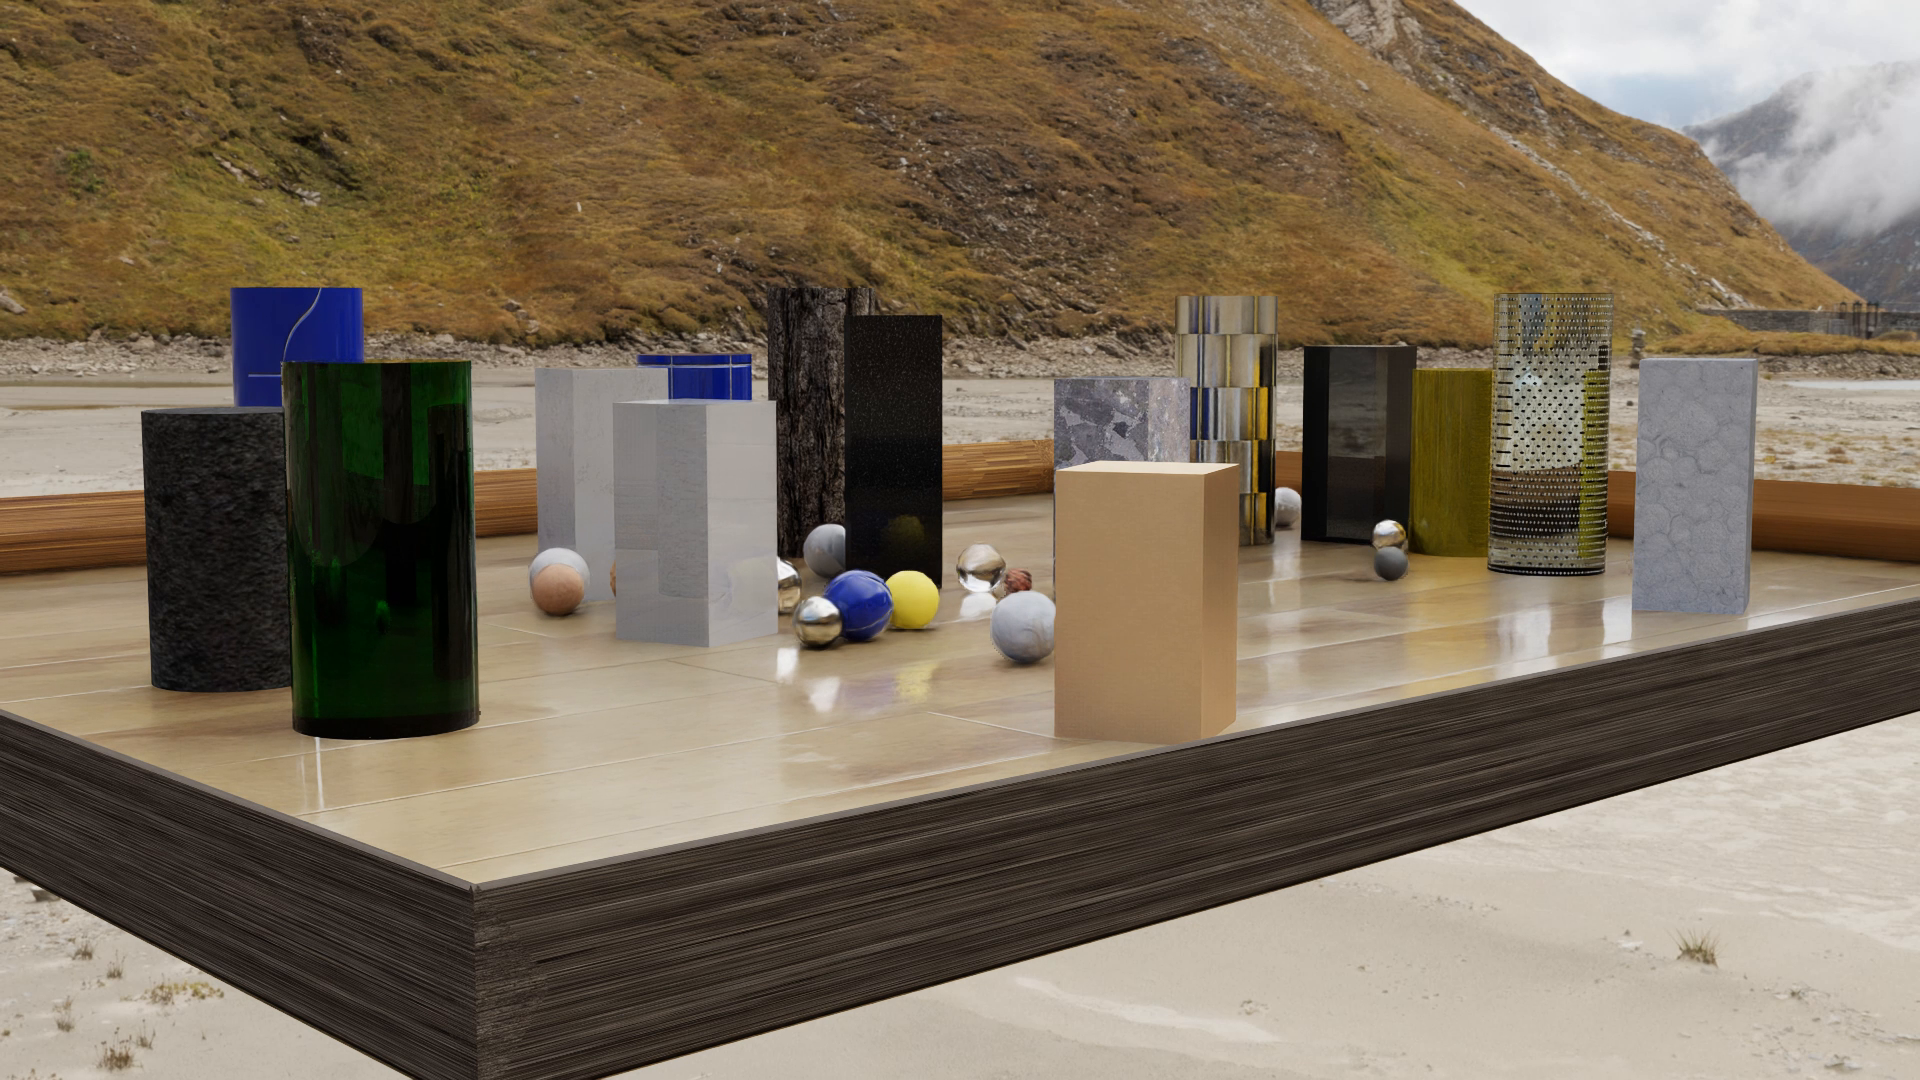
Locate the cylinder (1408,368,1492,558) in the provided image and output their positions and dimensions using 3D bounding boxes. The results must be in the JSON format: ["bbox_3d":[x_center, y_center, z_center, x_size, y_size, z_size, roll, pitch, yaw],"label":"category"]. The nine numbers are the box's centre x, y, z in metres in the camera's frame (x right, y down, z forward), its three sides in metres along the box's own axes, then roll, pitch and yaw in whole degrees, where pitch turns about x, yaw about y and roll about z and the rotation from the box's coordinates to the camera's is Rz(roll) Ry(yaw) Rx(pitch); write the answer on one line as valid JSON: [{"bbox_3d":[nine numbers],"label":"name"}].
[{"bbox_3d":[0.930,-0.146,4.051,0.196,0.336,0.196,0,6,0],"label":"cylinder"}]

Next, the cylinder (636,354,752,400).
[{"bbox_3d":[-0.455,-0.134,3.778,0.196,0.369,0.196,0,6,0],"label":"cylinder"}]

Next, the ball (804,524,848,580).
[{"bbox_3d":[-0.214,0.019,3.650,0.092,0.092,0.092,0,6,0],"label":"ball"}]

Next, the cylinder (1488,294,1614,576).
[{"bbox_3d":[1.008,-0.184,3.758,0.196,0.472,0.196,0,6,0],"label":"cylinder"}]

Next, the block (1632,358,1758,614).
[{"bbox_3d":[1.105,-0.085,3.305,0.157,0.371,0.157,2,6,23],"label":"block"}]

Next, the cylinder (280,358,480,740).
[{"bbox_3d":[-0.621,0.003,2.362,0.196,0.391,0.196,0,6,0],"label":"cylinder"}]

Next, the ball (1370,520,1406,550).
[{"bbox_3d":[0.786,-0.007,4.036,0.063,0.063,0.063,0,6,0],"label":"ball"}]

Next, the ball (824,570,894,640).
[{"bbox_3d":[-0.138,0.088,2.969,0.097,0.097,0.097,0,6,0],"label":"ball"}]

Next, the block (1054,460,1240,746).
[{"bbox_3d":[0.200,0.062,2.334,0.157,0.279,0.157,2,6,20],"label":"block"}]

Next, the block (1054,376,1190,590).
[{"bbox_3d":[0.250,-0.079,3.392,0.157,0.340,0.157,3,7,29],"label":"block"}]

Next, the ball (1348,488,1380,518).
[{"bbox_3d":[0.866,-0.079,4.707,0.067,0.067,0.067,0,6,0],"label":"ball"}]

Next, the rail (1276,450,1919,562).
[{"bbox_3d":[1.188,-0.081,4.422,0.045,0.128,2.765,-5,8,-42],"label":"rail"}]

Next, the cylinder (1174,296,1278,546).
[{"bbox_3d":[0.510,-0.233,4.233,0.196,0.471,0.196,0,6,0],"label":"cylinder"}]

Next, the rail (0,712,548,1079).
[{"bbox_3d":[-1.188,0.147,2.242,0.045,0.128,2.765,-5,8,-42],"label":"rail"}]

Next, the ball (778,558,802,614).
[{"bbox_3d":[-0.273,0.067,3.230,0.084,0.084,0.084,0,6,0],"label":"ball"}]

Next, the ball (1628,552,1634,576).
[{"bbox_3d":[1.118,0.042,3.569,0.064,0.064,0.064,0,6,0],"label":"ball"}]

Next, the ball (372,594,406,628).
[{"bbox_3d":[-0.805,0.099,3.097,0.047,0.047,0.047,0,6,0],"label":"ball"}]

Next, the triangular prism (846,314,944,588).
[{"bbox_3d":[-0.137,-0.143,3.544,0.170,0.437,0.147,-3,7,-29],"label":"triangular prism"}]

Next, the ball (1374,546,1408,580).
[{"bbox_3d":[0.711,0.039,3.632,0.056,0.056,0.056,0,6,0],"label":"ball"}]

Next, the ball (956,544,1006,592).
[{"bbox_3d":[0.033,0.044,3.473,0.078,0.078,0.078,0,6,0],"label":"ball"}]

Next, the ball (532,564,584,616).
[{"bbox_3d":[-0.588,0.072,3.220,0.076,0.076,0.076,0,6,0],"label":"ball"}]

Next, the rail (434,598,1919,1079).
[{"bbox_3d":[0.921,0.137,2.339,3.279,0.128,0.045,-5,8,-42],"label":"rail"}]

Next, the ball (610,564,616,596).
[{"bbox_3d":[-0.470,0.056,3.263,0.098,0.098,0.098,0,6,0],"label":"ball"}]

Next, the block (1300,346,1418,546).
[{"bbox_3d":[0.773,-0.188,4.261,0.157,0.376,0.157,5,8,40],"label":"block"}]

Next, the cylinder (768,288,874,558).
[{"bbox_3d":[-0.252,-0.217,4.026,0.196,0.484,0.196,0,6,0],"label":"cylinder"}]

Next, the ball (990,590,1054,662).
[{"bbox_3d":[0.084,0.109,2.791,0.091,0.091,0.091,0,6,0],"label":"ball"}]

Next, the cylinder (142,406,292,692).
[{"bbox_3d":[-0.876,0.006,2.649,0.196,0.325,0.196,0,6,0],"label":"cylinder"}]

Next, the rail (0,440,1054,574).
[{"bbox_3d":[-0.921,-0.071,4.325,3.279,0.128,0.045,-5,8,-42],"label":"rail"}]

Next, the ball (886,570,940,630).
[{"bbox_3d":[-0.071,0.084,3.074,0.083,0.083,0.083,0,6,0],"label":"ball"}]

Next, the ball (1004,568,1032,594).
[{"bbox_3d":[0.092,0.065,3.441,0.043,0.043,0.043,0,6,0],"label":"ball"}]

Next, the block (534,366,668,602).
[{"bbox_3d":[-0.561,-0.092,3.450,0.157,0.355,0.157,-4,7,-32],"label":"block"}]

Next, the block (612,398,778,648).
[{"bbox_3d":[-0.360,-0.028,3.000,0.157,0.321,0.157,4,7,30],"label":"block"}]

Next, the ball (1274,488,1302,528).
[{"bbox_3d":[0.666,-0.067,4.520,0.081,0.081,0.081,0,6,0],"label":"ball"}]

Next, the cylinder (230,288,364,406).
[{"bbox_3d":[-1.023,-0.151,3.416,0.196,0.478,0.196,0,6,0],"label":"cylinder"}]

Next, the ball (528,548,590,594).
[{"bbox_3d":[-0.601,0.056,3.301,0.090,0.090,0.090,0,6,0],"label":"ball"}]

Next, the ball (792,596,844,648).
[{"bbox_3d":[-0.188,0.109,2.906,0.068,0.068,0.068,0,6,0],"label":"ball"}]
